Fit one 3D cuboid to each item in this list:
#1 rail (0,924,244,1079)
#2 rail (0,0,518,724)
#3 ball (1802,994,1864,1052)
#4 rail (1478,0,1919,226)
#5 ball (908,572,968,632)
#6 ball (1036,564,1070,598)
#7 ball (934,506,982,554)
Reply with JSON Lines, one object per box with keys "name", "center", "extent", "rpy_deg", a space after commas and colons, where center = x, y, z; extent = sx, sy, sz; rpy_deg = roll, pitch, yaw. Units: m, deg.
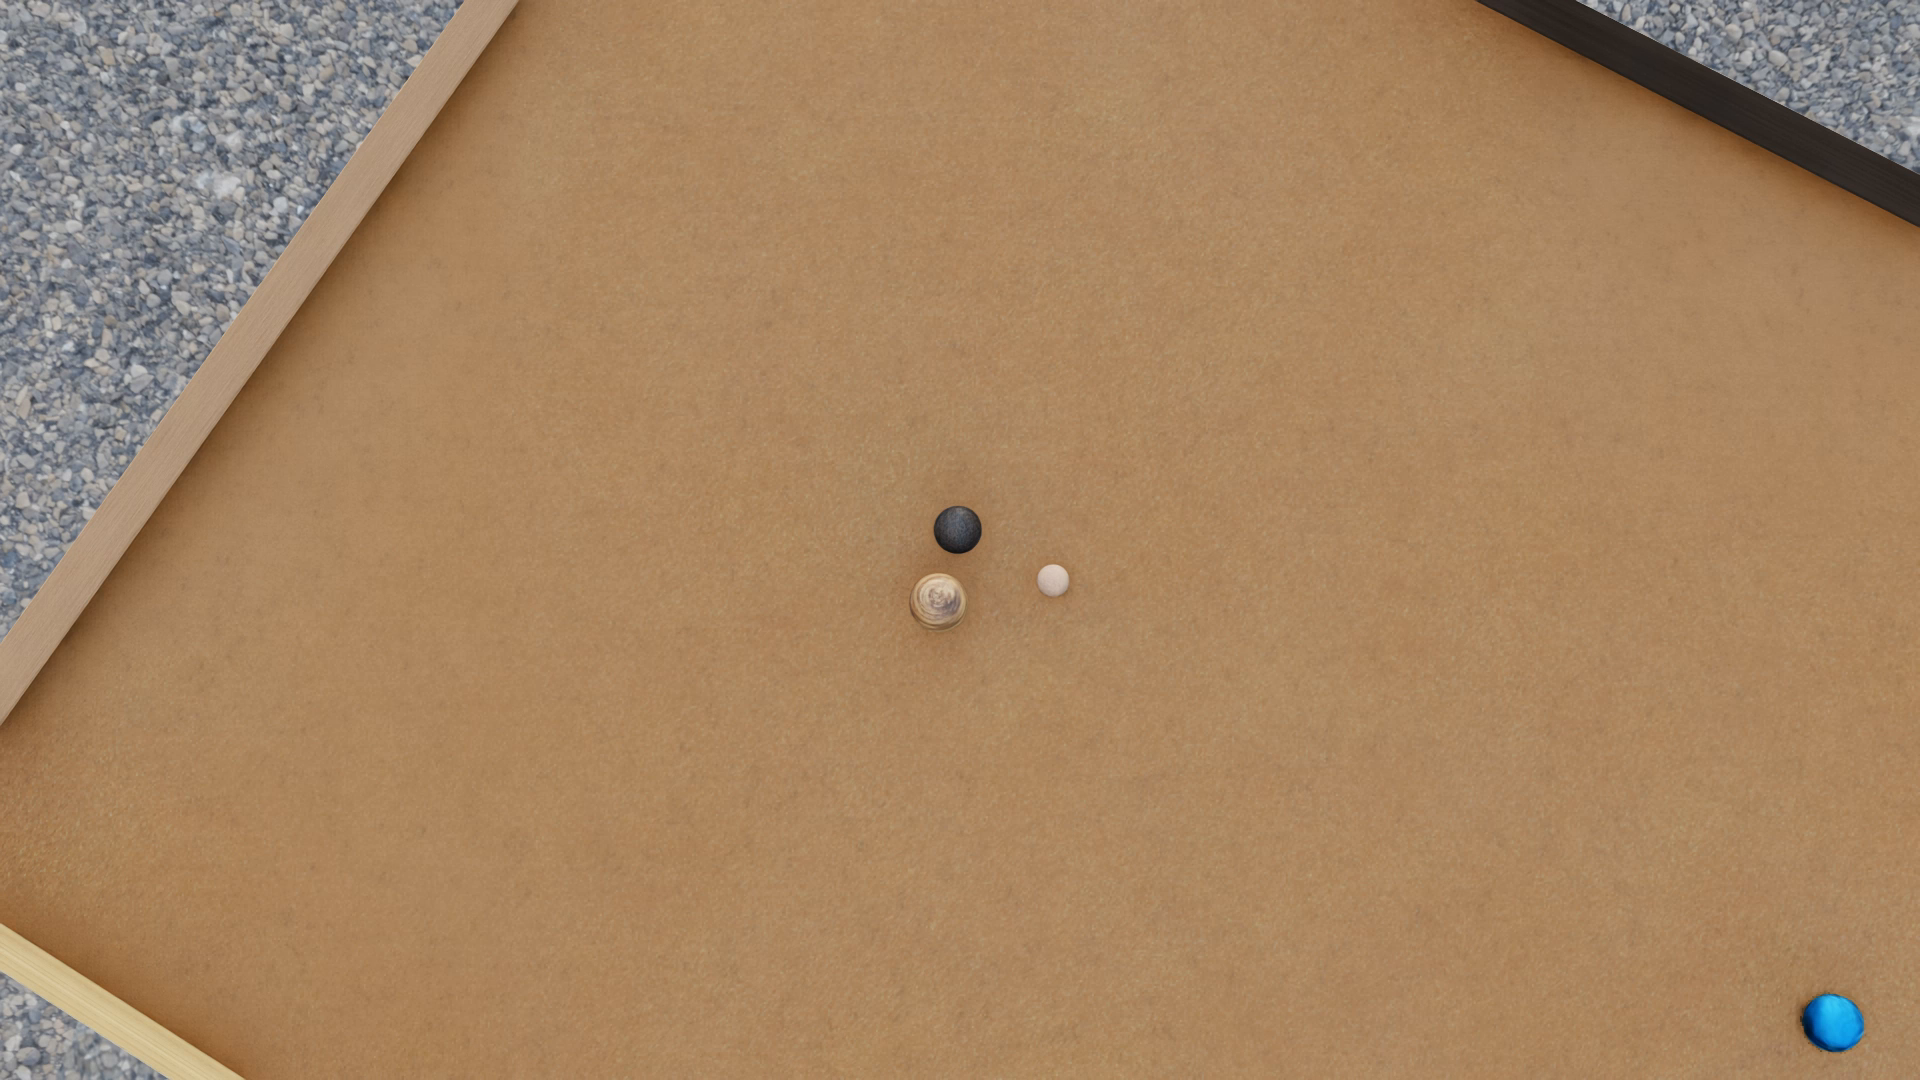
{"name": "rail", "center": [0.345, 1.561, 2.899], "extent": [4.490, 0.117, 0.045], "rpy_deg": [30, 77, 8]}
{"name": "rail", "center": [-0.947, -0.544, 3.479], "extent": [0.045, 0.117, 2.499], "rpy_deg": [30, 77, 8]}
{"name": "ball", "center": [1.254, 0.694, 3.157], "extent": [0.082, 0.082, 0.082], "rpy_deg": [0, 75, 0]}
{"name": "rail", "center": [1.589, -0.475, 3.460], "extent": [4.490, 0.117, 0.045], "rpy_deg": [30, 77, 8]}
{"name": "ball", "center": [-0.032, 0.095, 3.318], "extent": [0.090, 0.090, 0.090], "rpy_deg": [0, 75, 0]}
{"name": "ball", "center": [0.142, 0.062, 3.347], "extent": [0.050, 0.050, 0.050], "rpy_deg": [0, 75, 0]}
{"name": "ball", "center": [-0.003, -0.016, 3.357], "extent": [0.074, 0.074, 0.074], "rpy_deg": [0, 75, 0]}
